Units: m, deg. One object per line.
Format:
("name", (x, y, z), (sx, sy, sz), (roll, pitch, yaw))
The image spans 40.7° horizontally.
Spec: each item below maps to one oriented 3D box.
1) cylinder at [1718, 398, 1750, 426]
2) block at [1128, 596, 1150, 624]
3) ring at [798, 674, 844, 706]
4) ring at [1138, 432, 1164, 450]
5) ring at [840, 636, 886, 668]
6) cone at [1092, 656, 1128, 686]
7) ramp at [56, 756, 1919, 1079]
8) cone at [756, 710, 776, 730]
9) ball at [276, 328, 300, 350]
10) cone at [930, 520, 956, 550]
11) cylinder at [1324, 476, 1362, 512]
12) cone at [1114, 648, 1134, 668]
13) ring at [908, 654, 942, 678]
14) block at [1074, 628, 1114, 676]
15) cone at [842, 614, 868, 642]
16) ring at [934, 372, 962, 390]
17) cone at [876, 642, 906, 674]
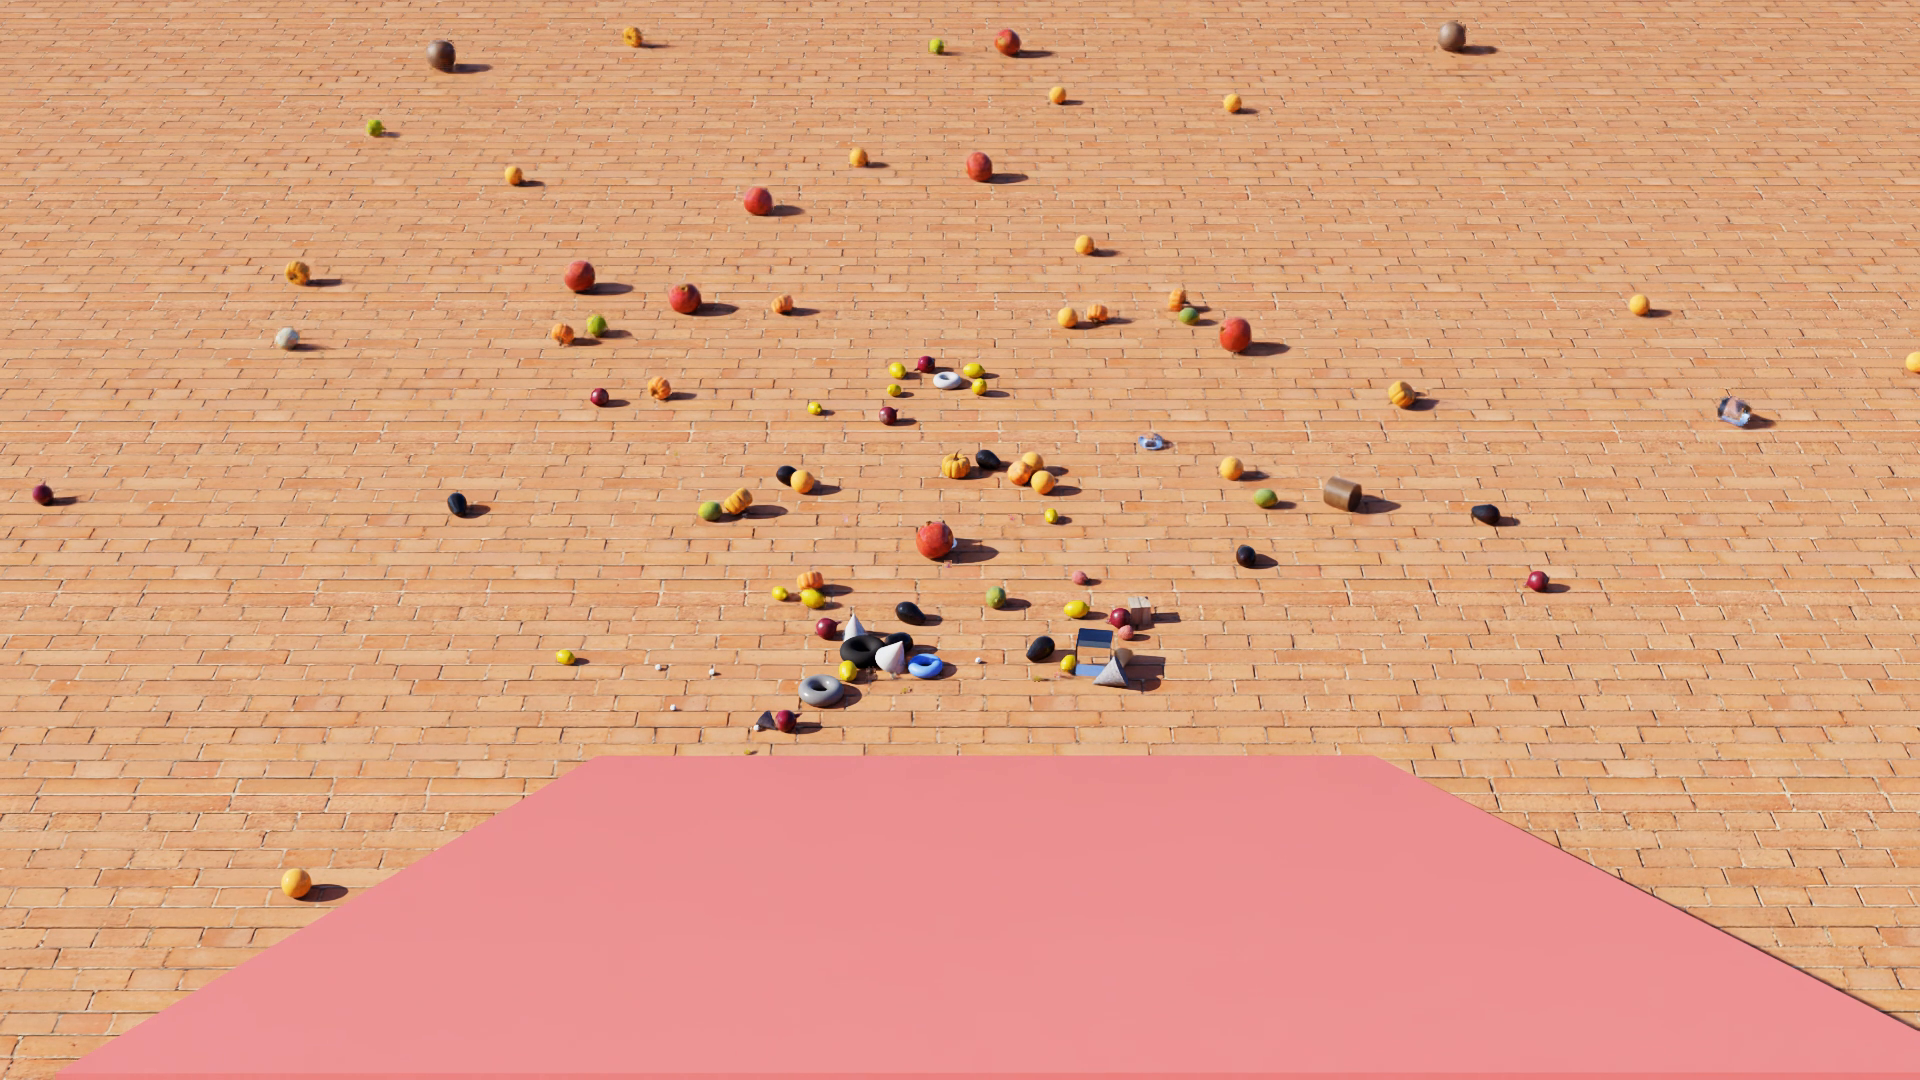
("cylinder", (2.521, -0.417, 8.428), (0.076, 0.076, 0.076), (-24, 38, -35))
("block", (0.511, 0.202, 7.384), (0.057, 0.057, 0.057), (-3, 30, -5))
("ring", (-0.378, 0.409, 7.043), (0.126, 0.042, 0.126), (1, 30, -1))
("ring", (0.613, -0.317, 8.305), (0.083, 0.028, 0.083), (1, 30, -1))
("ring", (-0.268, 0.311, 7.209), (0.136, 0.045, 0.136), (1, 29, 0))
("cone", (0.402, 0.377, 7.098), (0.092, 0.092, 0.092), (-25, 29, 11))
("ramp", (0.068, 0.602, 4.663), (2.000, 0.100, 4.000), (0, 0, 0))
("cone", (-0.507, 0.492, 6.918), (0.055, 0.055, 0.055), (41, 43, 12))
("ball", (-2.312, -0.692, 8.900), (0.076, 0.076, 0.076), (0, 30, 0))
("cone", (-0.050, -0.026, 7.752), (0.081, 0.081, 0.081), (0, 30, 0))
("cylinder", (1.176, -0.143, 7.945), (0.088, 0.088, 0.088), (21, 36, 31))
("cone", (0.452, 0.337, 7.185), (0.054, 0.054, 0.054), (3, 57, 5))
("ring", (-0.096, 0.348, 7.158), (0.097, 0.032, 0.097), (-1, 30, 1))
("block", (0.371, 0.312, 7.158), (0.095, 0.095, 0.095), (4, 30, 7))
("cone", (-0.298, 0.239, 7.300), (0.078, 0.078, 0.078), (0, 30, 0))
("ring", (-0.043, -0.534, 8.674), (0.094, 0.031, 0.094), (-1, 30, 1))
("cone", (-0.175, 0.305, 7.141), (0.091, 0.091, 0.091), (16, 46, -17))
